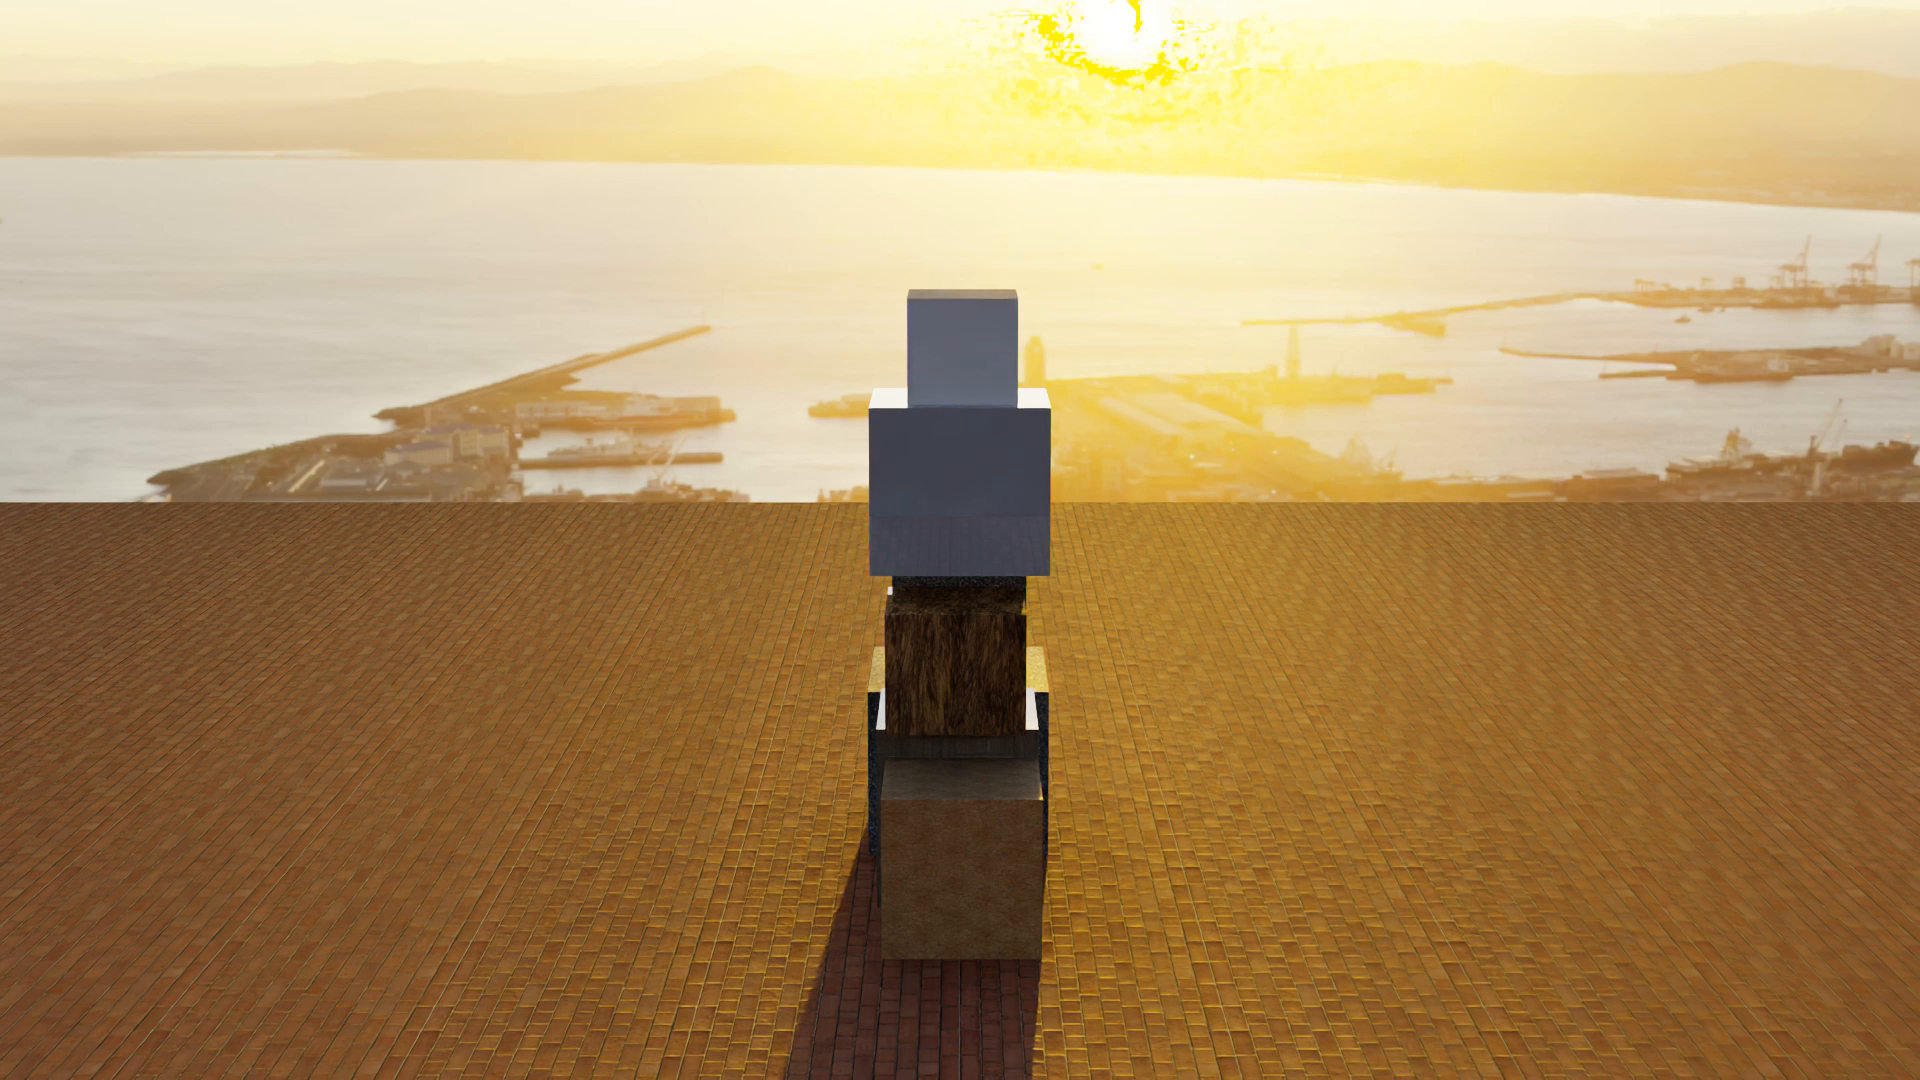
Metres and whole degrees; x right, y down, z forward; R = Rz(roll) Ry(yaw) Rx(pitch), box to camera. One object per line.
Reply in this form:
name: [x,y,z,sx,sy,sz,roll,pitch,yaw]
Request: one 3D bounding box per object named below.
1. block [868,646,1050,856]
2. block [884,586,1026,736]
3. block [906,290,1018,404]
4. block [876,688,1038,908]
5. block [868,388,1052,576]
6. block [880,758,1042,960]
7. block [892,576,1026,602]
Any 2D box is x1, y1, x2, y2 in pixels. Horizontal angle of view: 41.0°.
block: [-0.007,0.976,12.065,0.816,0.763,0.929,0,10,0]
block: [-0.018,0.510,10.953,0.588,0.512,0.593,0,10,0]
block: [0.011,-0.834,11.029,0.468,0.449,0.477,0,10,0]
block: [-0.011,1.117,11.234,0.683,0.783,0.736,0,10,0]
block: [-0.001,-0.261,11.133,0.764,0.716,0.685,0,10,0]
block: [0.007,1.301,10.560,0.644,0.662,0.636,0,10,0]
block: [-0.003,0.344,11.549,0.586,0.624,0.619,0,10,0]
